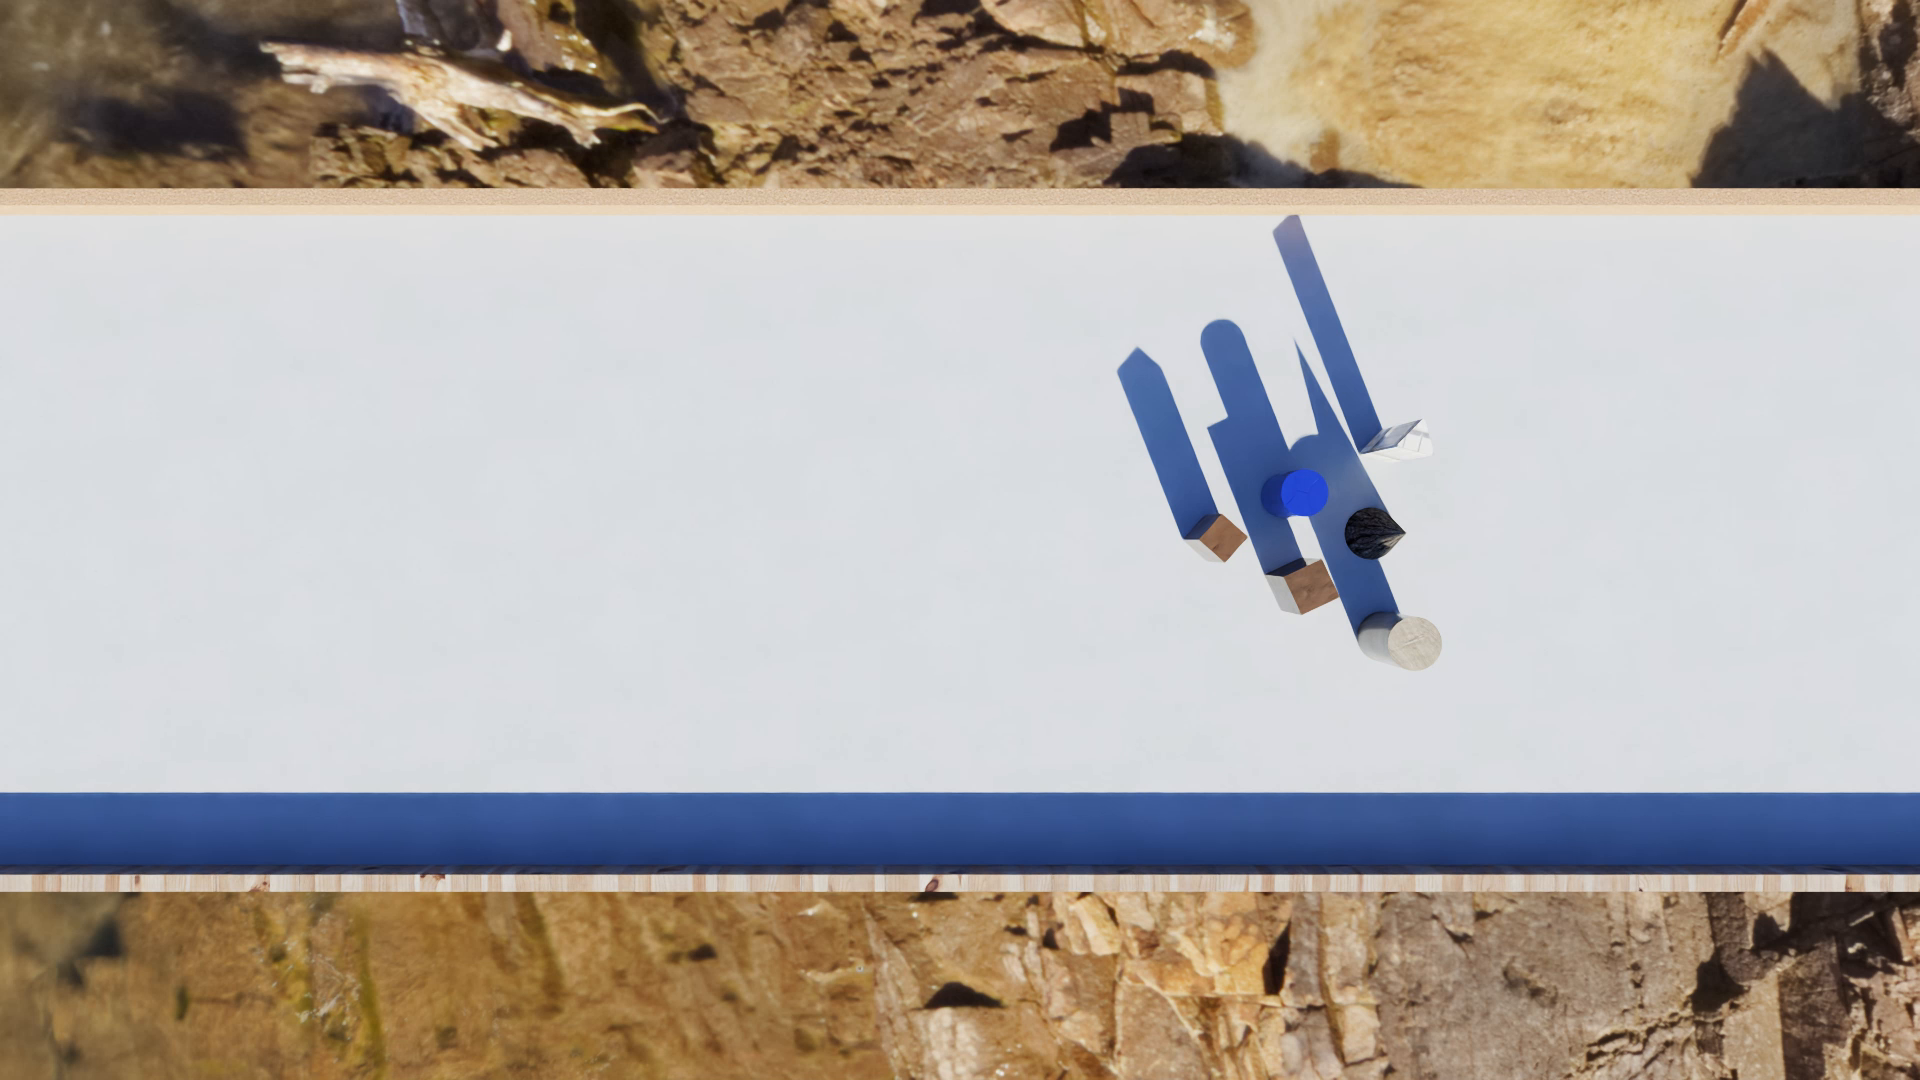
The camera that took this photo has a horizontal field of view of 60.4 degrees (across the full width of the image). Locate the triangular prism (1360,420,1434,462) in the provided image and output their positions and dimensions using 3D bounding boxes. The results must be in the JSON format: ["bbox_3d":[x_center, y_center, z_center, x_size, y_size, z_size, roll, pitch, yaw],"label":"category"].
[{"bbox_3d":[1.288,-0.295,4.849,0.104,0.455,0.090,14,90,0],"label":"triangular prism"}]

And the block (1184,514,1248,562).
[{"bbox_3d":[0.756,-0.005,4.902,0.100,0.349,0.100,42,90,0],"label":"block"}]

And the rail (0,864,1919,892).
[{"bbox_3d":[-2.247,1.025,5.001,12.000,0.150,0.050,0,90,0],"label":"rail"}]

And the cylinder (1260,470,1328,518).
[{"bbox_3d":[0.995,-0.136,4.917,0.137,0.318,0.137,0,90,0],"label":"cylinder"}]

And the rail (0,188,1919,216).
[{"bbox_3d":[-2.247,-1.025,5.002,12.000,0.150,0.050,0,90,0],"label":"rail"}]

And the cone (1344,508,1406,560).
[{"bbox_3d":[1.264,-0.020,4.872,0.160,0.408,0.160,0,90,0],"label":"cone"}]

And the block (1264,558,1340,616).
[{"bbox_3d":[1.018,0.136,4.925,0.122,0.303,0.122,-25,90,0],"label":"block"}]

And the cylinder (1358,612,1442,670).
[{"bbox_3d":[1.300,0.297,4.894,0.155,0.364,0.155,0,90,0],"label":"cylinder"}]
